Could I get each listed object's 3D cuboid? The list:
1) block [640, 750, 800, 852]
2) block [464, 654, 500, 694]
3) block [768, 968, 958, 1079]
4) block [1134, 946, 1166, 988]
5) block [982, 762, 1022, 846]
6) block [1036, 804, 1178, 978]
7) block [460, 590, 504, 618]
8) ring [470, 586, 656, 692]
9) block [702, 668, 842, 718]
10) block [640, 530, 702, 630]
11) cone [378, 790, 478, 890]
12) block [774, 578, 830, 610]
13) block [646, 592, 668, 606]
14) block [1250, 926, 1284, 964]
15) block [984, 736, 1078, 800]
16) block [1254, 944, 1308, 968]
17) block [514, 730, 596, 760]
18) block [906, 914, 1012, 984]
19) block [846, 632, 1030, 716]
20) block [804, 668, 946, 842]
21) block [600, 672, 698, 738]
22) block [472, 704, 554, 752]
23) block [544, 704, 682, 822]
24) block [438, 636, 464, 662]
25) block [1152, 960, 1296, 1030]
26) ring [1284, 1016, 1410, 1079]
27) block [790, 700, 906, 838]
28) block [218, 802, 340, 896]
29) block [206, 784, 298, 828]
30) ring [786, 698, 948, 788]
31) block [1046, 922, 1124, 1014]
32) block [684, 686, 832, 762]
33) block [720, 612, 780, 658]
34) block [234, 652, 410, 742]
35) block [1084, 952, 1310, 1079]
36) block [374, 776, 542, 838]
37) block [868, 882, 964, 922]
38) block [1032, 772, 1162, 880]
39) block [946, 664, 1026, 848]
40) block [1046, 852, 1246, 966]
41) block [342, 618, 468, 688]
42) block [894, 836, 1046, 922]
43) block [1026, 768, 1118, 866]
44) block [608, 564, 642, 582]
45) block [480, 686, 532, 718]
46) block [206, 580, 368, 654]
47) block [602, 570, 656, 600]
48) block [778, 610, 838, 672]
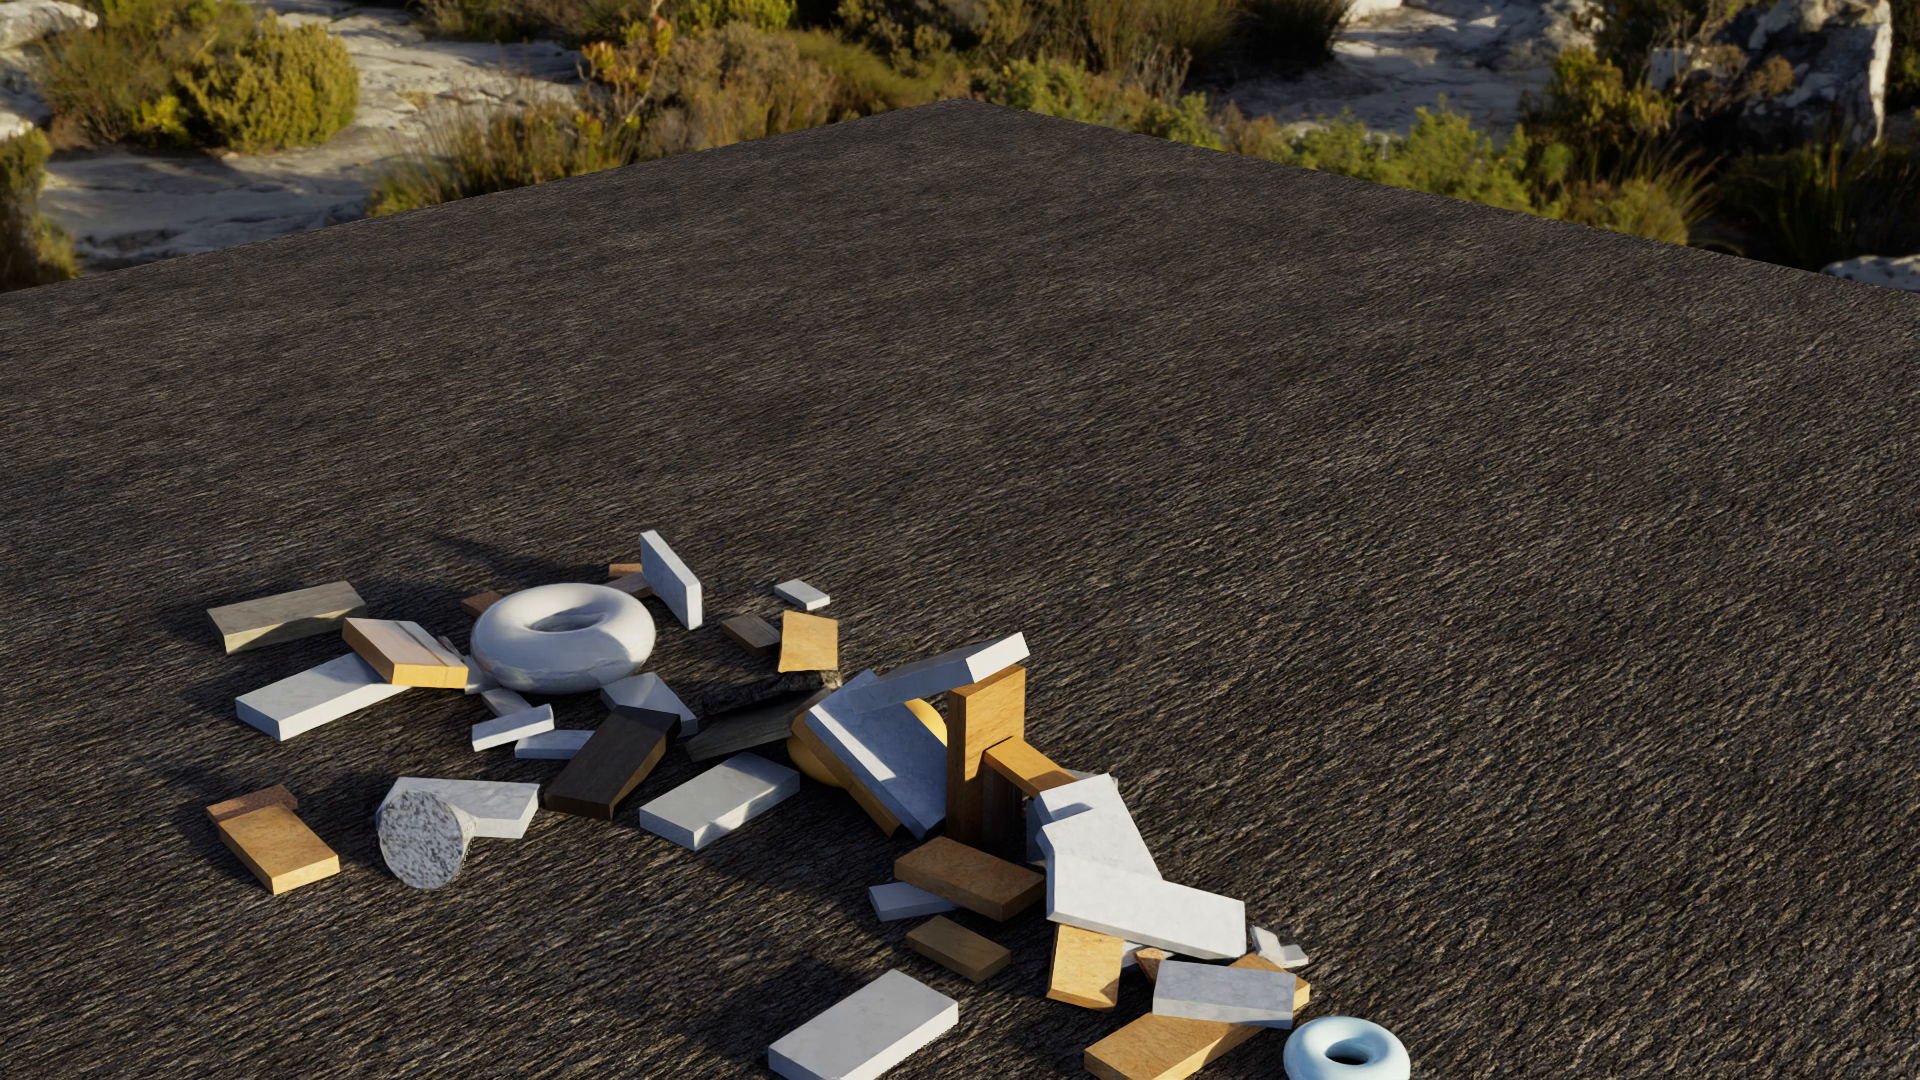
[{"bbox_3d":[-0.485,0.526,4.465,0.153,0.043,0.307,17,28,35],"label":"block"},{"bbox_3d":[-1.094,0.304,5.016,0.079,0.022,0.157,-6,24,-14],"label":"block"},{"bbox_3d":[-0.162,0.838,3.729,0.153,0.043,0.305,19,30,38],"label":"block"},{"bbox_3d":[0.351,0.764,3.886,0.047,0.013,0.094,-14,56,-29],"label":"block"},{"bbox_3d":[0.085,0.506,4.341,0.025,0.177,0.089,21,31,38],"label":"block"},{"bbox_3d":[0.278,0.636,4.006,0.153,0.043,0.305,-15,58,-27],"label":"block"},{"bbox_3d":[-1.122,0.172,5.324,0.176,0.025,0.088,21,31,40],"label":"block"},{"bbox_3d":[-0.906,0.222,5.024,0.419,0.140,0.419,0,22,0],"label":"ring"},{"bbox_3d":[-0.404,0.328,4.706,0.147,0.042,0.294,0,-14,-44],"label":"block"},{"bbox_3d":[-0.697,0.096,5.309,0.037,0.129,0.258,-18,39,-26],"label":"block"},{"bbox_3d":[-0.989,0.560,4.268,0.193,0.193,0.193,9,9,21],"label":"cone"},{"bbox_3d":[-0.390,0.135,5.419,0.069,0.020,0.138,-18,29,-36],"label":"block"},{"bbox_3d":[-0.703,0.145,5.402,0.142,0.014,0.050,18,29,37],"label":"block"},{"bbox_3d":[0.553,0.730,3.962,0.047,0.013,0.094,23,15,-9],"label":"block"},{"bbox_3d":[0.141,0.449,4.256,0.177,0.025,0.089,34,38,31],"label":"block"},{"bbox_3d":[0.574,0.754,3.966,0.094,0.013,0.047,-6,24,-14],"label":"block"},{"bbox_3d":[-0.856,0.437,4.700,0.172,0.024,0.086,1,23,3],"label":"block"},{"bbox_3d":[-0.003,0.740,3.984,0.177,0.025,0.089,20,30,38],"label":"block"},{"bbox_3d":[-0.045,0.263,4.316,0.342,0.048,0.171,-19,3,43],"label":"block"},{"bbox_3d":[-0.132,0.428,4.406,0.342,0.048,0.171,44,52,16],"label":"block"},{"bbox_3d":[-0.687,0.370,4.842,0.129,0.037,0.258,-12,26,-26],"label":"block"},{"bbox_3d":[-0.961,0.403,4.730,0.172,0.024,0.086,-16,22,-6],"label":"block"},{"bbox_3d":[-0.718,0.460,4.573,0.147,0.042,0.334,8,31,17],"label":"block"},{"bbox_3d":[-1.167,0.277,5.016,0.020,0.069,0.138,5,17,-33],"label":"block"},{"bbox_3d":[0.455,0.781,3.782,0.236,0.033,0.118,4,23,10],"label":"block"},{"bbox_3d":[0.639,0.863,3.639,0.209,0.070,0.209,1,22,0],"label":"ring"},{"bbox_3d":[-0.182,0.442,4.437,0.153,0.043,0.307,-32,69,-36],"label":"block"},{"bbox_3d":[-1.333,0.600,4.298,0.132,0.037,0.265,-17,29,-35],"label":"block"},{"bbox_3d":[-1.434,0.542,4.454,0.158,0.022,0.079,-17,28,-34],"label":"block"},{"bbox_3d":[-0.196,0.417,4.636,0.340,0.113,0.340,0,22,0],"label":"ring"},{"bbox_3d":[0.226,0.710,3.879,0.118,0.033,0.236,16,49,-5],"label":"block"},{"bbox_3d":[-0.420,0.387,4.611,0.307,0.043,0.153,-18,10,39],"label":"block"},{"bbox_3d":[-0.485,0.224,5.200,0.088,0.025,0.176,-14,27,-30],"label":"block"},{"bbox_3d":[-1.416,0.341,4.897,0.168,0.048,0.337,19,29,37],"label":"block"},{"bbox_3d":[0.409,0.829,3.759,0.427,0.037,0.132,-20,30,-38],"label":"block"},{"bbox_3d":[-1.010,0.539,4.437,0.294,0.042,0.147,2,23,5],"label":"block"},{"bbox_3d":[-0.045,0.669,4.152,0.240,0.024,0.086,-7,24,-15],"label":"block"},{"bbox_3d":[0.271,0.592,4.101,0.153,0.043,0.305,-12,60,-26],"label":"block"},{"bbox_3d":[0.050,0.424,4.322,0.048,0.342,0.171,21,31,38],"label":"block"},{"bbox_3d":[0.333,0.660,3.917,0.382,0.033,0.118,17,49,-17],"label":"block"},{"bbox_3d":[-1.264,0.255,4.994,0.168,0.048,0.376,5,11,-34],"label":"block"},{"bbox_3d":[0.019,0.636,4.143,0.265,0.037,0.132,16,26,38],"label":"block"},{"bbox_3d":[0.219,0.547,4.291,0.141,0.141,0.141,8,24,18],"label":"block"},{"bbox_3d":[-0.804,0.084,5.533,0.157,0.022,0.079,-2,23,-4],"label":"block"},{"bbox_3d":[-1.003,0.365,4.876,0.069,0.020,0.138,-14,27,-30],"label":"block"},{"bbox_3d":[-1.610,0.183,5.270,0.337,0.048,0.168,-13,26,-28],"label":"block"},{"bbox_3d":[-0.863,0.140,5.377,0.291,0.025,0.088,-22,32,-35],"label":"block"},{"bbox_3d":[-0.352,0.245,5.100,0.129,0.037,0.258,12,22,-8],"label":"block"}]
